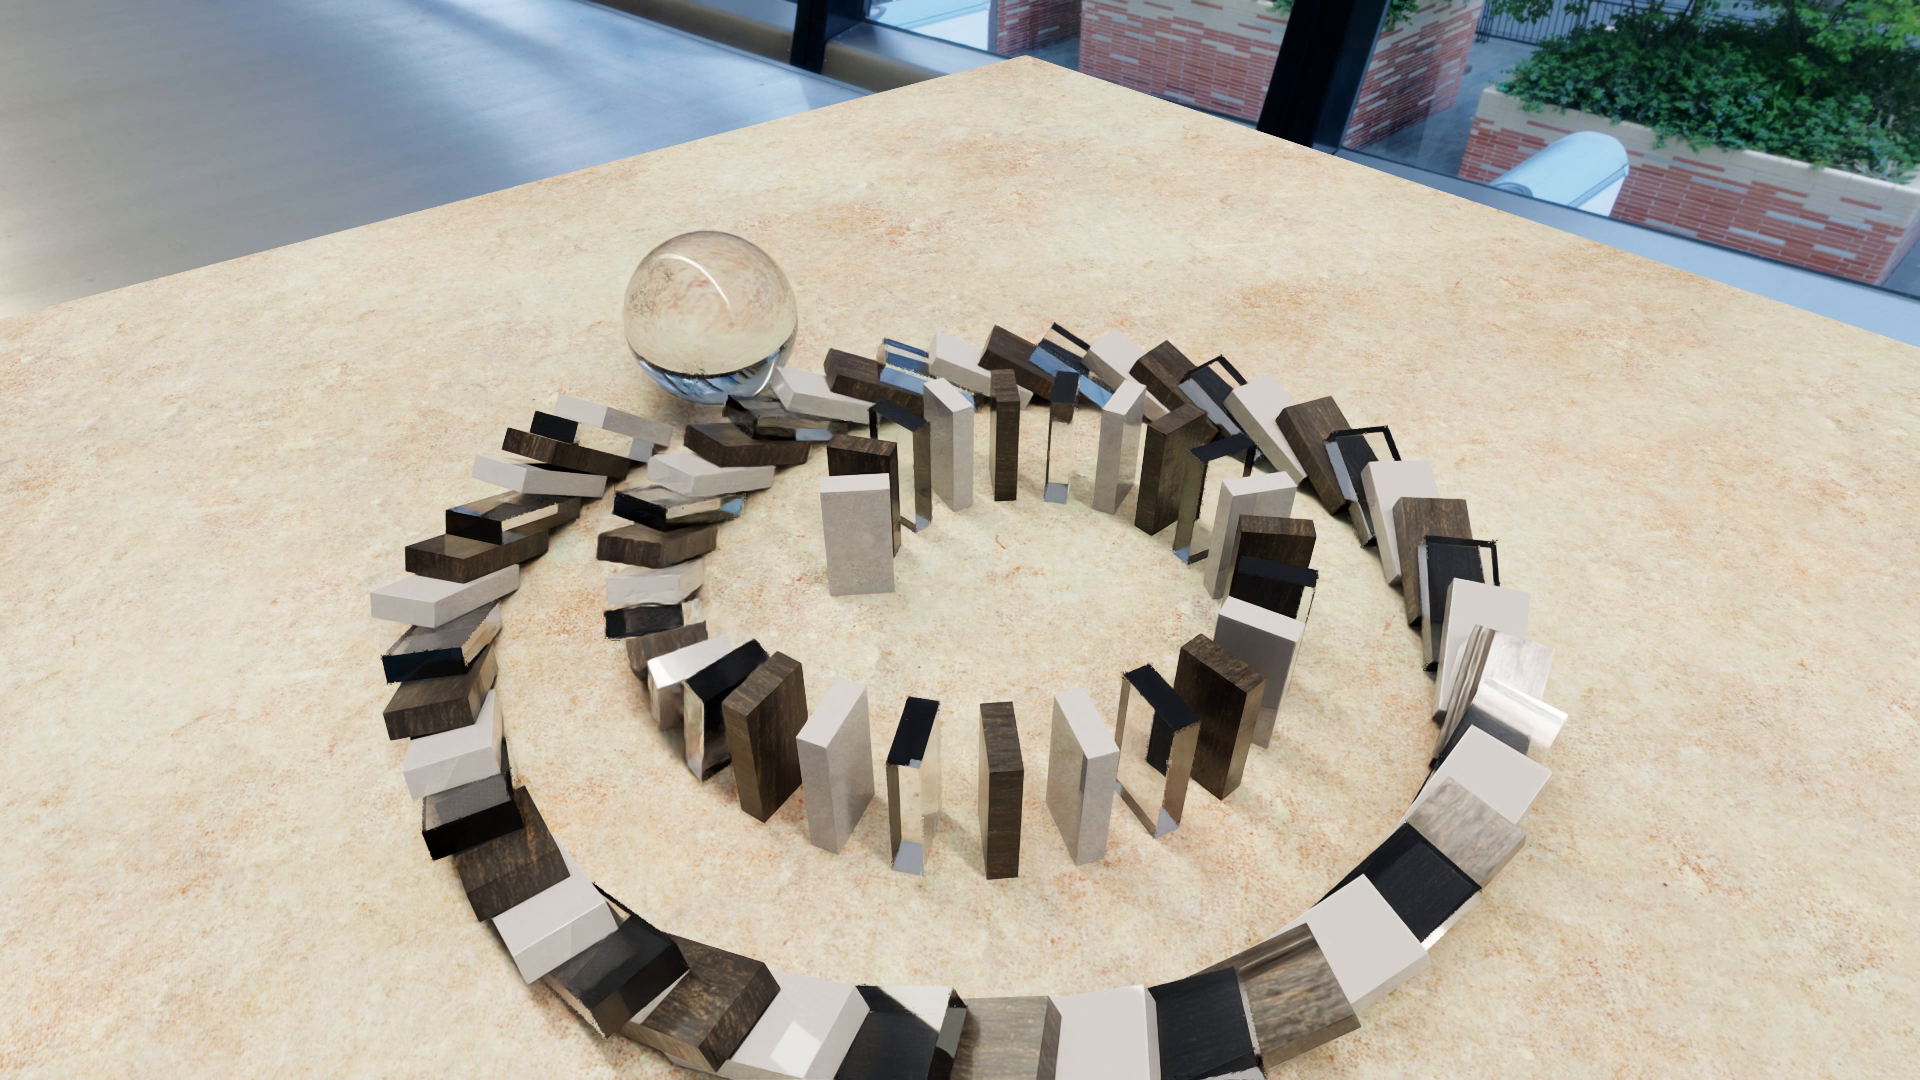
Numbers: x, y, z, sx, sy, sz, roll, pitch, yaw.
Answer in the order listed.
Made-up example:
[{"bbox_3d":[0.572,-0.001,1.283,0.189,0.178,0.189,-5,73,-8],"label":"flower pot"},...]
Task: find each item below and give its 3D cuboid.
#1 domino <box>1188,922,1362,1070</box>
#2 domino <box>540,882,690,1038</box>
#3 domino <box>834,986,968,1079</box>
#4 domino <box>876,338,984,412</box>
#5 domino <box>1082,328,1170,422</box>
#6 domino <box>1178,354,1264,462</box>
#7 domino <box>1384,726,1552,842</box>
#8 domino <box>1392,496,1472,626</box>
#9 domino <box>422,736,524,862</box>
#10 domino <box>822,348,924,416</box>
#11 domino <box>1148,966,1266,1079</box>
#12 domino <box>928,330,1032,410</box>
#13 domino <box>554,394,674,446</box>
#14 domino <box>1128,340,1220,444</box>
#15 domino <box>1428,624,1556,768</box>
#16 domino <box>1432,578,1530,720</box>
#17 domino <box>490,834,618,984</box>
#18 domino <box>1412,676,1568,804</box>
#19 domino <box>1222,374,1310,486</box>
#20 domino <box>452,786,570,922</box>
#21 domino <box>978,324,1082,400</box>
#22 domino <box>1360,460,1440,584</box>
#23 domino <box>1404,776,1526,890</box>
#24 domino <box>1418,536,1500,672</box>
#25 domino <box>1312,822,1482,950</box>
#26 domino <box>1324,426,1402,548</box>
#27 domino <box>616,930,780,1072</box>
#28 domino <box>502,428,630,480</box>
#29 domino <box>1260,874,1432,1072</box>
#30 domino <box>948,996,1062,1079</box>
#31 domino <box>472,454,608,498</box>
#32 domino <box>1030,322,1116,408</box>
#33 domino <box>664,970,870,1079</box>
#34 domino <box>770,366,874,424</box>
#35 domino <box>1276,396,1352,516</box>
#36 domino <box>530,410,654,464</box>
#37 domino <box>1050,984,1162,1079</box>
[{"bbox_3d":[0.072,0.121,0.280,0.050,0.009,0.025,-27,41,6],"label":"domino"},{"bbox_3d":[-0.096,0.110,0.293,0.025,0.009,0.050,-35,26,-35],"label":"domino"},{"bbox_3d":[-0.025,0.126,0.275,0.050,0.010,0.025,-11,34,26],"label":"domino"},{"bbox_3d":[-0.014,-0.079,0.524,0.050,0.010,0.025,16,35,-20],"label":"domino"},{"bbox_3d":[0.084,-0.077,0.522,0.050,0.010,0.025,41,50,8],"label":"domino"},{"bbox_3d":[0.126,-0.060,0.501,0.025,0.009,0.050,-29,72,-31],"label":"domino"},{"bbox_3d":[0.150,0.082,0.327,0.025,0.010,0.050,34,74,34],"label":"domino"},{"bbox_3d":[0.182,0.008,0.418,0.025,0.010,0.050,2,63,2],"label":"domino"},{"bbox_3d":[-0.148,0.077,0.334,0.025,0.009,0.050,-18,19,-21],"label":"domino"},{"bbox_3d":[-0.038,-0.074,0.518,0.050,0.010,0.025,12,33,-25],"label":"domino"},{"bbox_3d":[0.048,0.126,0.274,0.050,0.009,0.025,-20,37,14],"label":"domino"},{"bbox_3d":[0.010,-0.081,0.527,0.050,0.009,0.025,19,37,-15],"label":"domino"},{"bbox_3d":[-0.151,-0.052,0.483,0.025,0.010,0.050,16,1,18],"label":"domino"},{"bbox_3d":[0.106,-0.069,0.512,0.050,0.009,0.025,45,53,12],"label":"domino"},{"bbox_3d":[0.174,0.055,0.360,0.025,0.010,0.050,19,68,22],"label":"domino"},{"bbox_3d":[0.180,0.040,0.379,0.025,0.009,0.050,12,65,14],"label":"domino"},{"bbox_3d":[-0.116,0.101,0.305,0.025,0.009,0.050,-27,22,-29],"label":"domino"},{"bbox_3d":[0.164,0.070,0.342,0.025,0.010,0.050,29,72,30],"label":"domino"},{"bbox_3d":[0.142,-0.049,0.487,0.025,0.010,0.050,-25,70,-27],"label":"domino"},{"bbox_3d":[-0.132,0.089,0.319,0.025,0.009,0.050,-24,21,-26],"label":"domino"},{"bbox_3d":[0.035,-0.083,0.529,0.050,0.009,0.025,26,40,-8],"label":"domino"},{"bbox_3d":[0.178,-0.007,0.437,0.025,0.009,0.050,-2,64,-3],"label":"domino"},{"bbox_3d":[0.133,0.094,0.313,0.050,0.010,0.025,-42,51,-9],"label":"domino"},{"bbox_3d":[0.182,0.024,0.399,0.025,0.010,0.050,6,64,7],"label":"domino"},{"bbox_3d":[0.114,0.104,0.301,0.050,0.010,0.025,-39,49,-7],"label":"domino"},{"bbox_3d":[0.172,-0.023,0.455,0.025,0.010,0.050,-7,64,-9],"label":"domino"},{"bbox_3d":[-0.073,0.117,0.284,0.050,0.010,0.025,-2,32,38],"label":"domino"},{"bbox_3d":[-0.165,-0.036,0.463,0.025,0.009,0.050,16,1,18],"label":"domino"},{"bbox_3d":[0.094,0.113,0.289,0.050,0.009,0.025,-33,45,-1],"label":"domino"},{"bbox_3d":[-0.001,0.128,0.272,0.050,0.010,0.025,-13,34,23],"label":"domino"},{"bbox_3d":[-0.172,-0.026,0.453,0.025,0.009,0.050,16,5,18],"label":"domino"},{"bbox_3d":[0.060,-0.082,0.527,0.050,0.009,0.025,33,44,0],"label":"domino"},{"bbox_3d":[-0.050,0.123,0.278,0.050,0.009,0.025,-5,33,33],"label":"domino"},{"bbox_3d":[-0.060,-0.066,0.508,0.050,0.009,0.025,6,32,-35],"label":"domino"},{"bbox_3d":[0.159,-0.037,0.472,0.025,0.010,0.050,-15,67,-18],"label":"domino"},{"bbox_3d":[-0.157,-0.044,0.473,0.025,0.010,0.050,16,1,18],"label":"domino"},{"bbox_3d":[0.024,0.128,0.272,0.050,0.009,0.025,-17,36,18],"label":"domino"}]
